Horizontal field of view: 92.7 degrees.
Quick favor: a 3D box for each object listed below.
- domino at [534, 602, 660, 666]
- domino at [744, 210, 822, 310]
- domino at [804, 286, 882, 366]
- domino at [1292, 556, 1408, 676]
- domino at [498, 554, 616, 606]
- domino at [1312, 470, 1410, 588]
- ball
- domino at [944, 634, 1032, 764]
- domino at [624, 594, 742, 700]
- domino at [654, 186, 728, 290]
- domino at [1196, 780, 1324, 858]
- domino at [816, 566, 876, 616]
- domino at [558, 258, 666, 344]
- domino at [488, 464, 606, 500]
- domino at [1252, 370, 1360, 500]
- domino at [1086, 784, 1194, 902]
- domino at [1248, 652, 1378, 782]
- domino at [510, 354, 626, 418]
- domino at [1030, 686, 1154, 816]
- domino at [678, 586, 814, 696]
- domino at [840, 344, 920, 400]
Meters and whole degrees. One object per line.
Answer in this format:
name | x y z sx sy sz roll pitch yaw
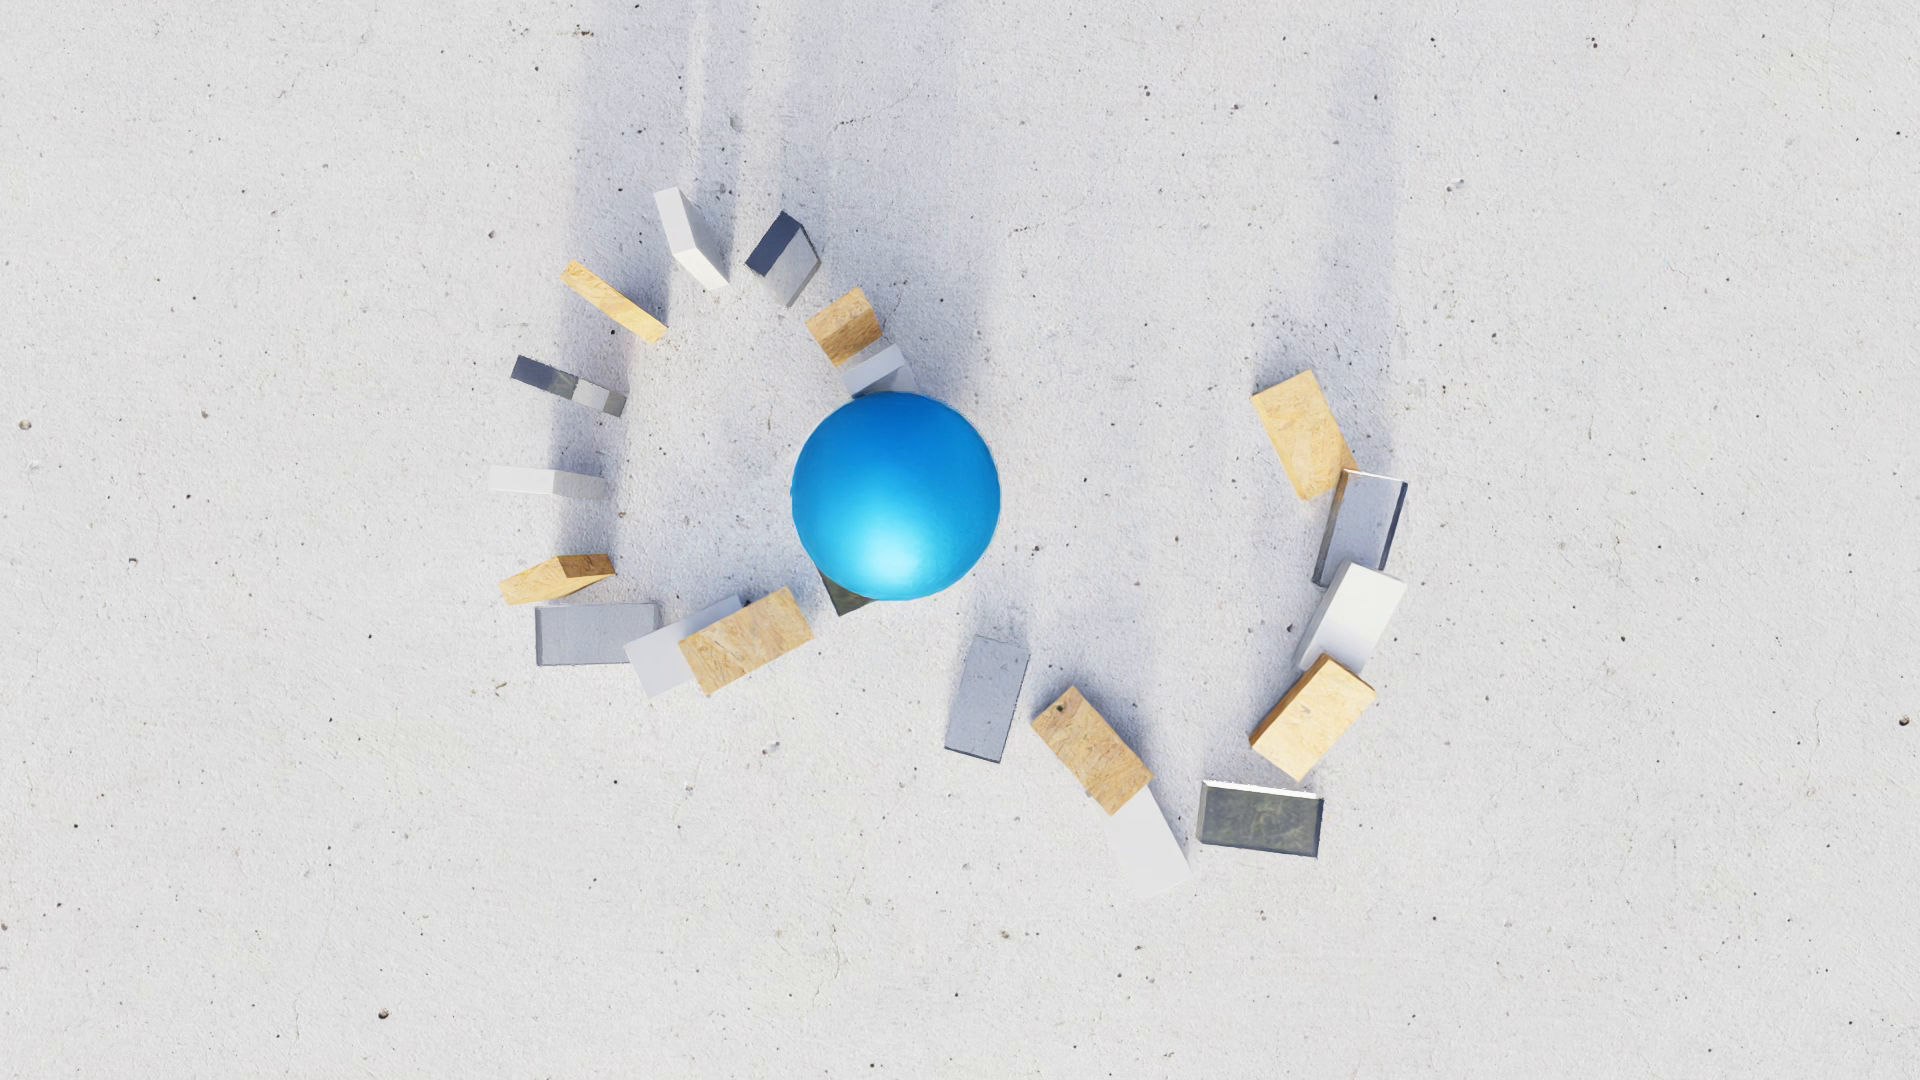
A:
domino | -0.156 0.041 0.395 0.050 0.010 0.025 -2 90 0
domino | -0.071 -0.113 0.375 0.010 0.050 0.025 36 90 0
domino | -0.047 -0.086 0.375 0.025 0.050 0.009 -34 90 0
domino | 0.165 0.035 0.389 0.025 0.009 0.050 21 105 -1
domino | -0.163 0.016 0.375 0.025 0.050 0.010 -25 90 0
domino | 0.170 -0.003 0.390 0.025 0.009 0.050 10 103 0
ball | -0.024 -0.016 0.352 0.080 0.080 0.080 0 90 0
domino | 0.012 0.068 0.395 0.025 0.009 0.050 16 90 0
domino | -0.113 0.045 0.389 0.050 0.010 0.025 -25 90 -14
domino | -0.109 -0.122 0.375 0.010 0.050 0.025 -17 90 0
domino | 0.129 0.120 0.395 0.050 0.010 0.025 7 90 0
domino | -0.034 0.011 0.395 0.050 0.009 0.025 -24 90 0
domino | -0.141 -0.096 0.375 0.025 0.050 0.009 37 90 0
domino | -0.168 -0.023 0.375 0.025 0.050 0.010 5 90 0
domino | 0.149 -0.045 0.395 0.025 0.010 0.050 -26 90 0
domino | 0.077 0.126 0.395 0.025 0.009 0.050 -28 90 0
domino | 0.149 0.075 0.389 0.025 0.009 0.050 36 104 0
domino | -0.159 -0.062 0.375 0.025 0.050 0.009 21 90 0
domino | 0.056 0.089 0.390 0.025 0.010 0.050 -42 78 -3
domino | -0.090 0.042 0.385 0.050 0.010 0.025 -28 91 -14
domino | -0.030 -0.059 0.375 0.025 0.050 0.010 -30 74 0
